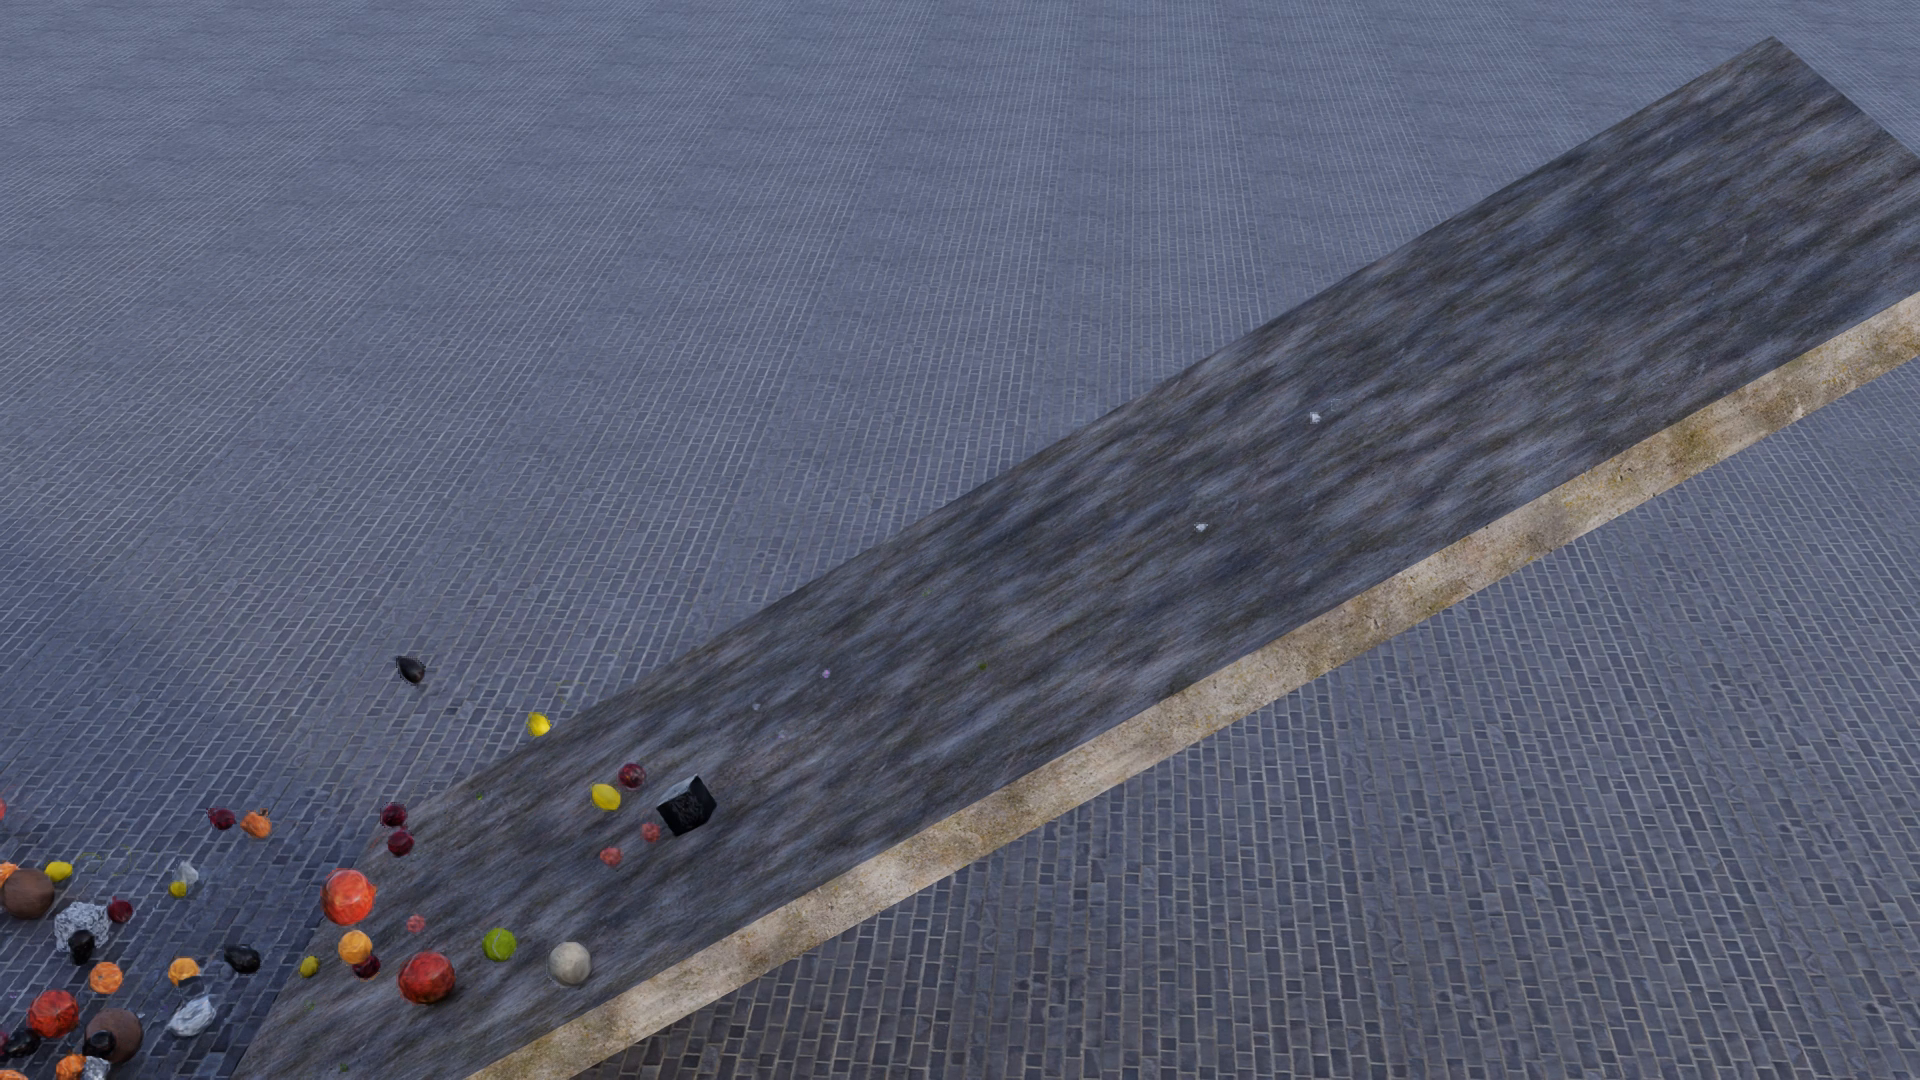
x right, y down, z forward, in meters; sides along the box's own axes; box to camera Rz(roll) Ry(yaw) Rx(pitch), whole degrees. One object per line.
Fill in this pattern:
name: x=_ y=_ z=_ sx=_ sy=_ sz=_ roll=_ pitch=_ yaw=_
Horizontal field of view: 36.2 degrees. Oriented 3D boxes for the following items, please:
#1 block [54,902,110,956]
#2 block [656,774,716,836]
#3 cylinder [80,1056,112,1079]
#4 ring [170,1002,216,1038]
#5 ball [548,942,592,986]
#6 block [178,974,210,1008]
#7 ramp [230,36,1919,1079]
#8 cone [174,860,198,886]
block: x=-2.155 y=0.954 z=7.219 sx=0.090 sy=0.090 sz=0.090 roll=6 pitch=20 yaw=16
block: x=-0.574 y=0.557 z=6.172 sx=0.080 sy=0.080 sz=0.080 roll=-27 pitch=16 yaw=22
cylinder: x=-1.926 y=1.185 z=6.551 sx=0.056 sy=0.056 sz=0.056 roll=11 pitch=-20 yaw=4
ring: x=-1.780 y=1.113 z=6.822 sx=0.110 sy=0.037 sz=0.110 roll=-16 pitch=22 yaw=6
ball: x=-0.755 y=0.820 z=5.692 sx=0.086 sy=0.086 sz=0.086 roll=0 pitch=19 yaw=0
block: x=-1.797 y=1.061 z=6.899 sx=0.053 sy=0.053 sz=0.053 roll=-18 pitch=57 yaw=-20
ramp: x=0.141 y=0.169 z=6.289 sx=4.000 sy=0.100 sz=2.000 roll=-29 pitch=15 yaw=13
cone: x=-1.975 y=0.836 z=7.494 sx=0.063 sy=0.063 sz=0.063 roll=3 pitch=42 yaw=-3
